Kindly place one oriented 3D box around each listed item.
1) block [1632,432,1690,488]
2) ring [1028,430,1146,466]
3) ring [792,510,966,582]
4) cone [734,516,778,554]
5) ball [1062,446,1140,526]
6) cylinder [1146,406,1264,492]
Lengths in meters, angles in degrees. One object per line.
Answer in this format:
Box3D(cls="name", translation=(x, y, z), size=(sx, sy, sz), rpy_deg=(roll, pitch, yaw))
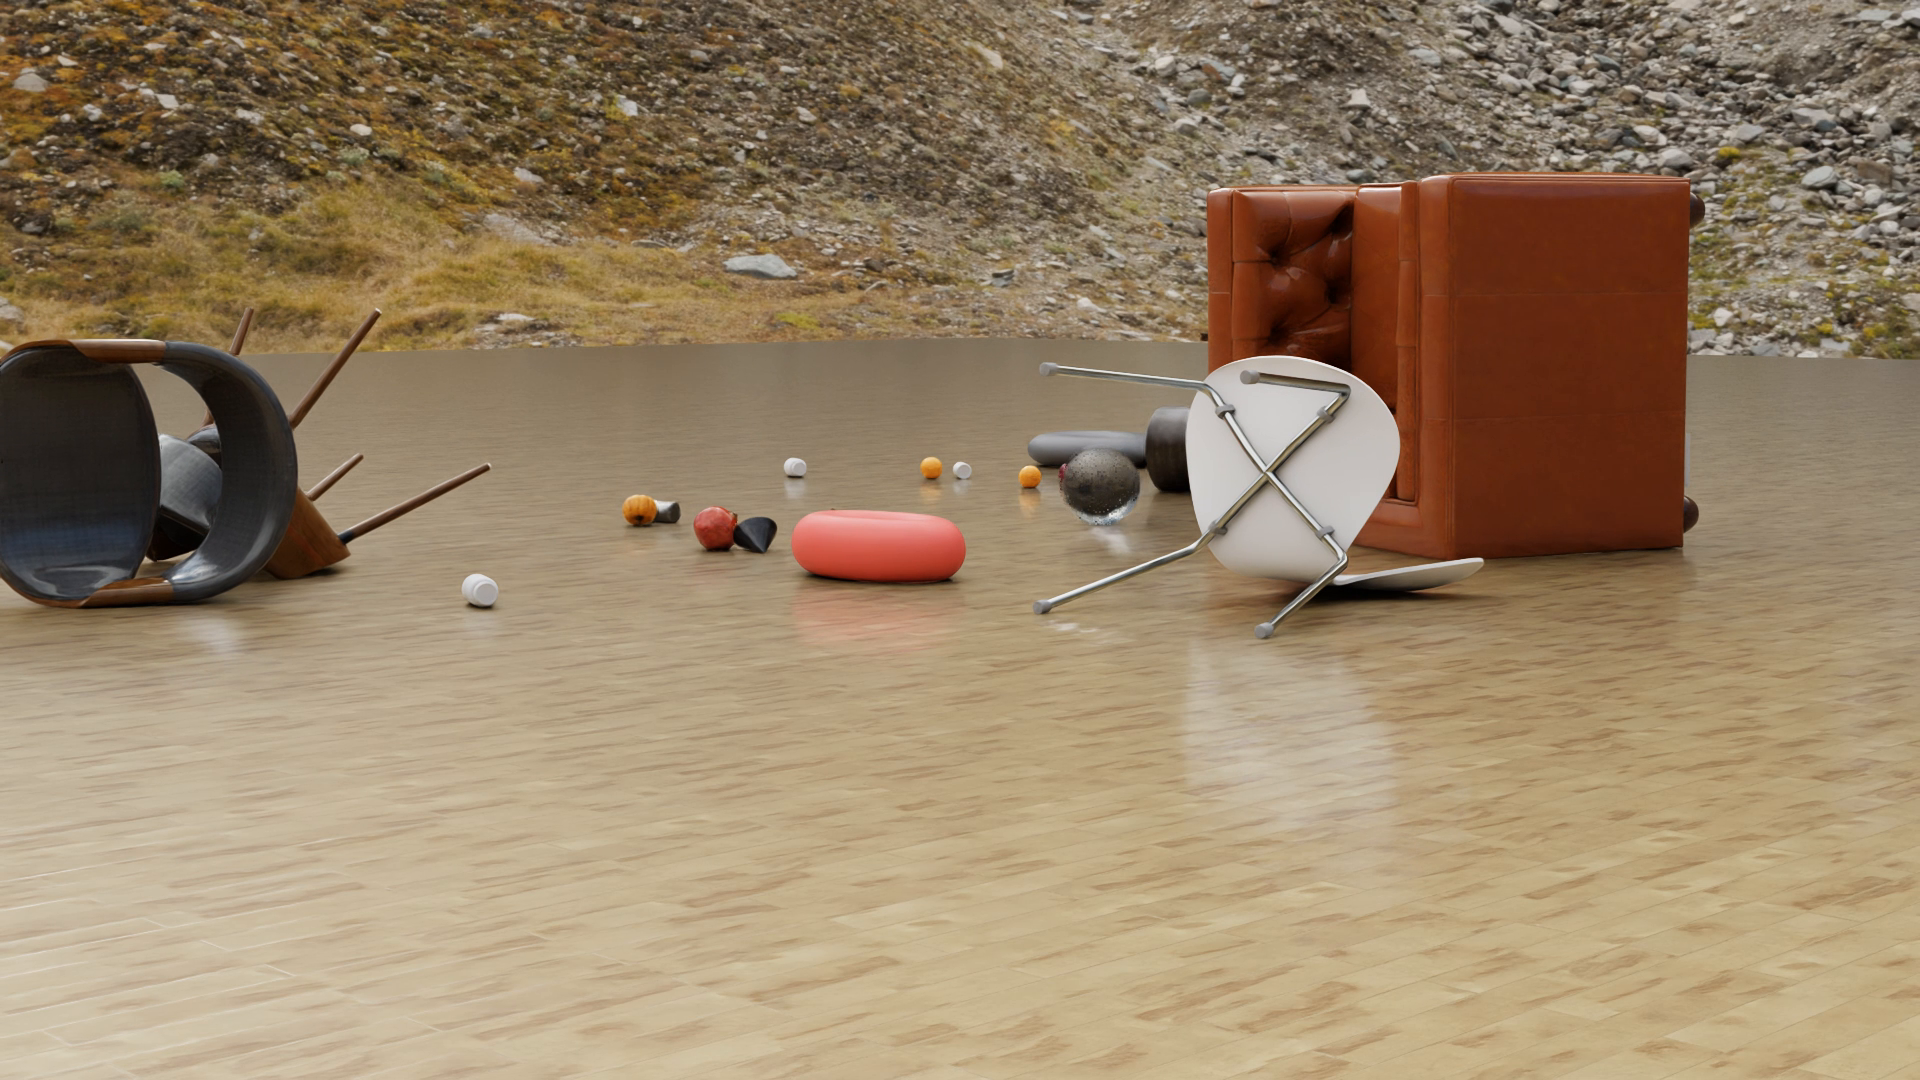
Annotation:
Box3D(cls="block", translation=(2.200, -0.252, 8.051), size=(0.120, 0.165, 0.129), rpy_deg=(-4, 7, -37))
Box3D(cls="ring", translation=(0.474, -0.317, 8.967), size=(0.483, 0.108, 0.452), rpy_deg=(3, 8, 23))
Box3D(cls="ring", translation=(-0.181, 0.013, 5.642), size=(0.426, 0.136, 0.300), rpy_deg=(5, 6, 35))
Box3D(cls="cone", translation=(-0.479, 0.008, 6.133), size=(0.110, 0.093, 0.092), rpy_deg=(-10, 36, -14))
Box3D(cls="ball", translation=(0.372, -0.143, 6.782), size=(0.209, 0.209, 0.209), rpy_deg=(0, 6, 0))
Box3D(cls="cylinder", translation=(0.750, -0.278, 7.857), size=(0.278, 0.256, 0.276), rpy_deg=(3, -10, 26))
